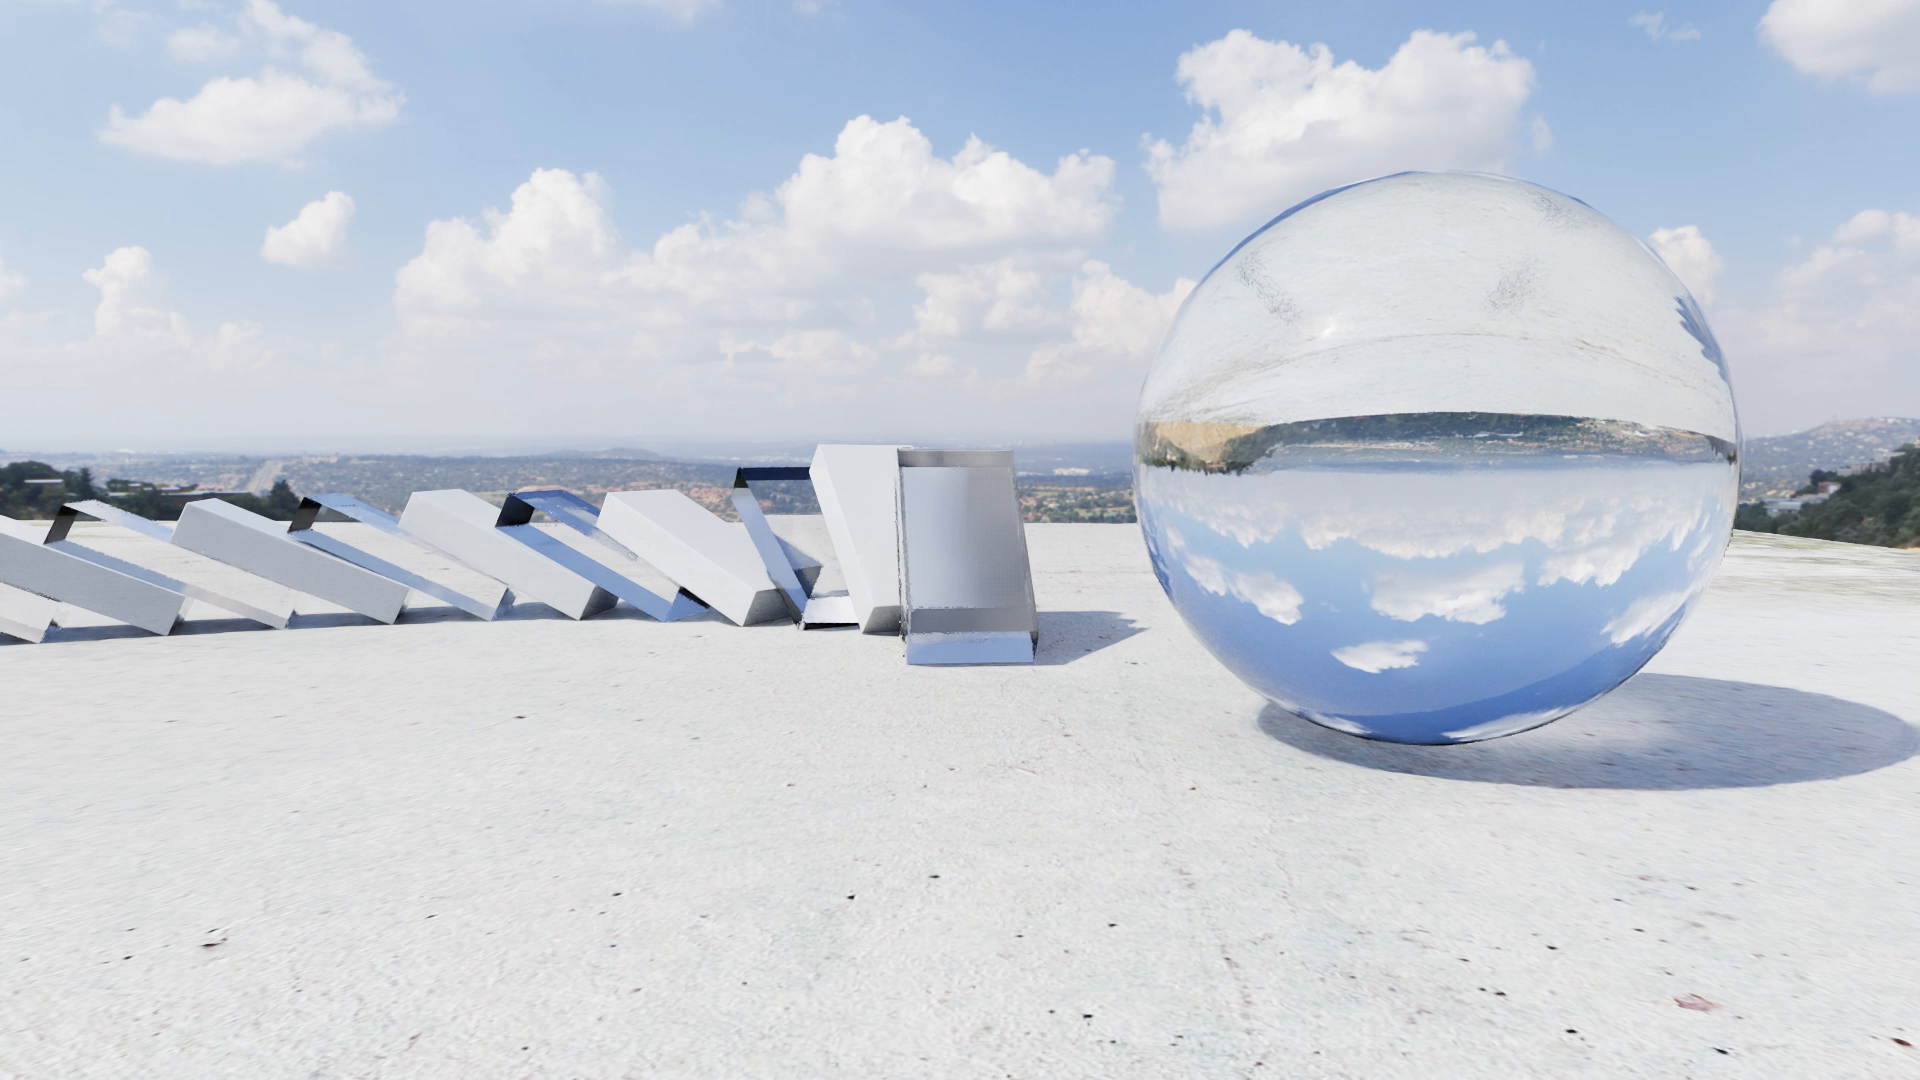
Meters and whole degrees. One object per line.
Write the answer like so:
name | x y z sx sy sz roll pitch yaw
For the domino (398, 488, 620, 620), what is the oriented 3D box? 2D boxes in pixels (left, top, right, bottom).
domino | -0.111 0.003 0.321 0.050 0.009 0.025 27 6 2

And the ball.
ball | 0.065 -0.011 0.182 0.080 0.080 0.080 0 4 0

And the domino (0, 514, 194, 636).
domino | -0.200 0.006 0.286 0.050 0.010 0.025 25 -6 -23

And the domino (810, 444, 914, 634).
domino | -0.017 -0.001 0.304 0.025 0.050 0.009 -1 -40 -26

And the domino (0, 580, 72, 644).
domino | -0.220 0.007 0.274 0.050 0.009 0.025 26 -8 -26

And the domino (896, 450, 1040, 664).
domino | 0.001 0.002 0.263 0.025 0.009 0.050 0 47 -6

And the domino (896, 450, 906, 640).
domino | -0.001 0.000 0.291 0.025 0.009 0.050 0 47 -5

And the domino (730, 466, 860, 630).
domino | -0.035 0.001 0.313 0.025 0.009 0.050 -3 40 -31

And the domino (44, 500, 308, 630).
domino | -0.179 0.006 0.297 0.050 0.010 0.025 25 -5 -20

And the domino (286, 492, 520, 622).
domino | -0.135 0.004 0.316 0.050 0.009 0.025 25 0 -10

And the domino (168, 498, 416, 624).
domino | -0.157 0.005 0.306 0.050 0.009 0.025 24 -3 -17

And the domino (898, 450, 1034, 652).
domino | 0.000 0.001 0.277 0.025 0.009 0.050 0 47 -6

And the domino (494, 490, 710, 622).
domino | -0.087 0.003 0.321 0.050 0.009 0.025 28 10 10

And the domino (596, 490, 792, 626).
domino | -0.063 0.003 0.318 0.050 0.009 0.025 31 17 23
